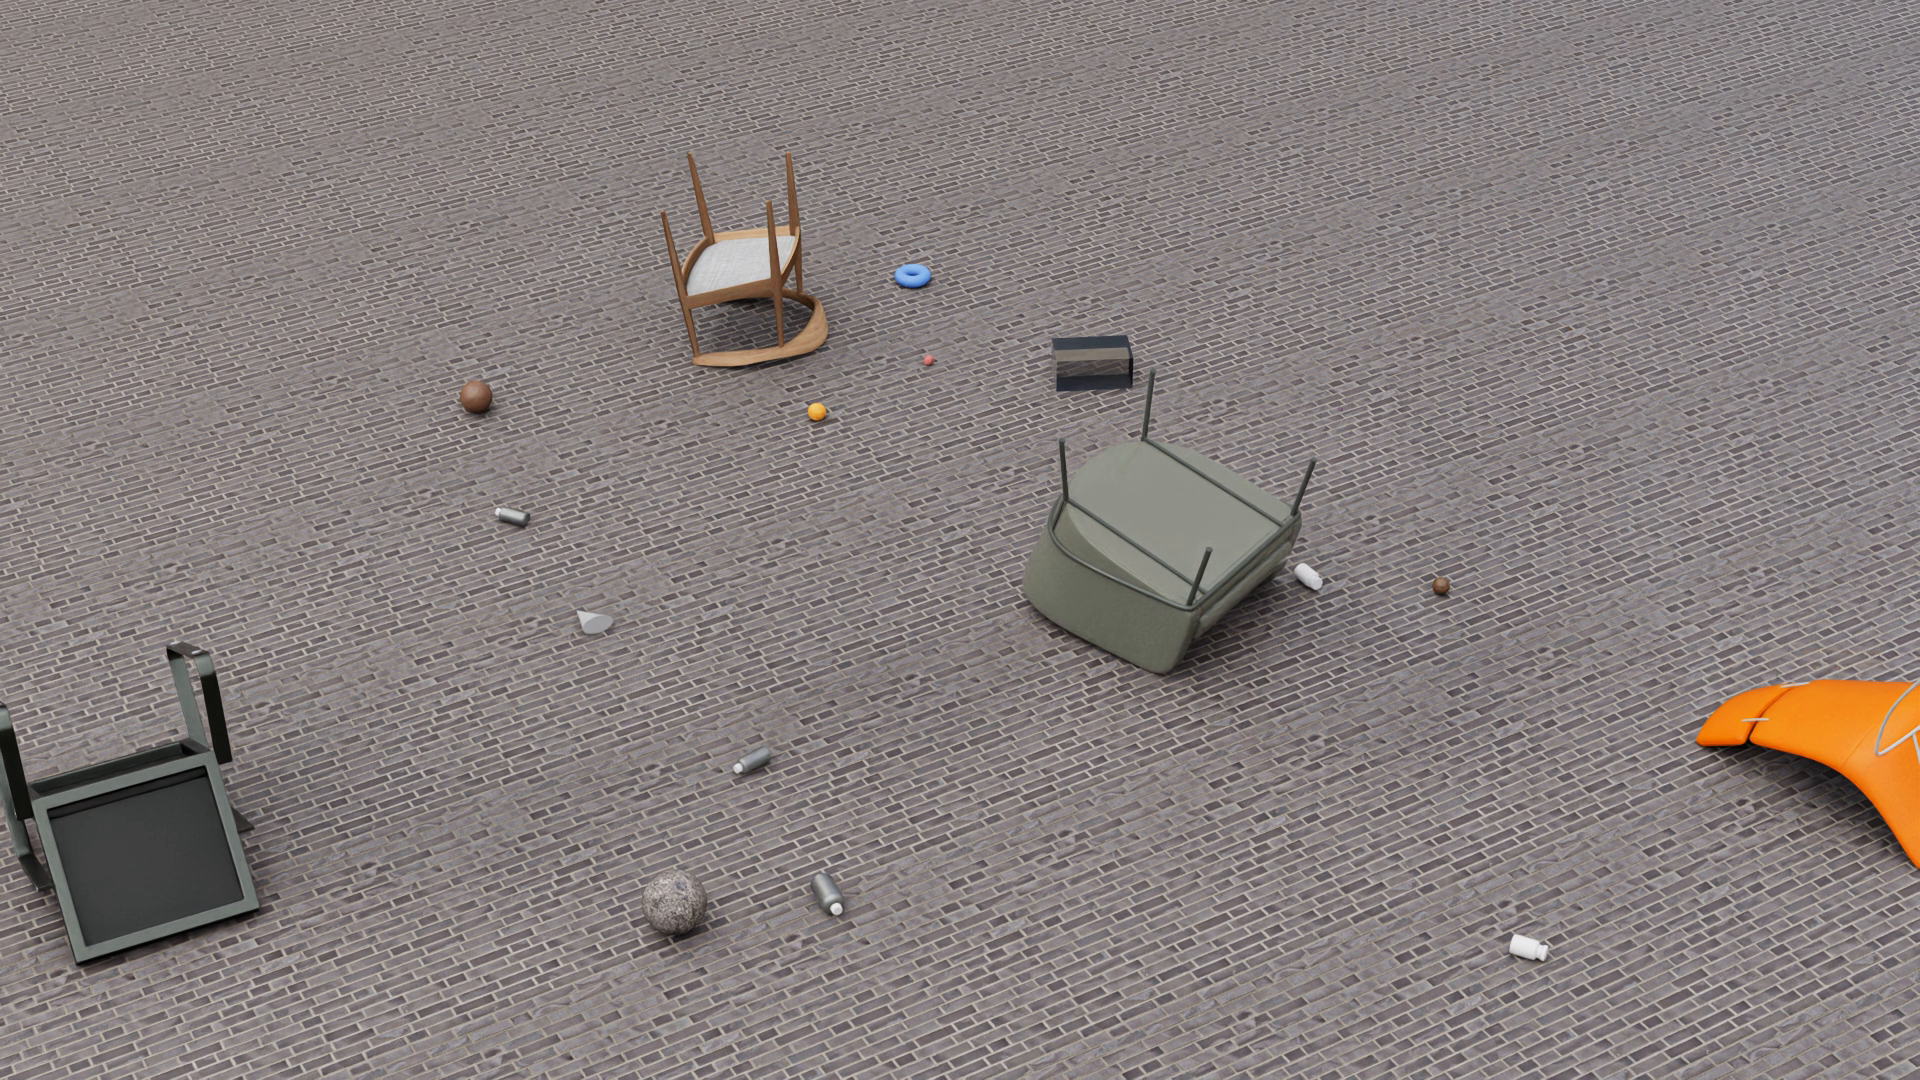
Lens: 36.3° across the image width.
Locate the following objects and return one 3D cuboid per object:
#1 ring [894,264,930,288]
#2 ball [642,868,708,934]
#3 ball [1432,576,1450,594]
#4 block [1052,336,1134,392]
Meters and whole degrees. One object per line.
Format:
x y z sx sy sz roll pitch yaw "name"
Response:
-0.203 -1.138 12.626 0.157 0.051 0.165 -4 33 -5 "ring"
-0.882 1.119 9.063 0.203 0.203 0.203 0 33 0 "ball"
1.745 0.166 10.634 0.064 0.064 0.064 0 33 0 "ball"
0.536 -0.718 11.906 0.310 0.140 0.190 -3 33 -4 "block"
